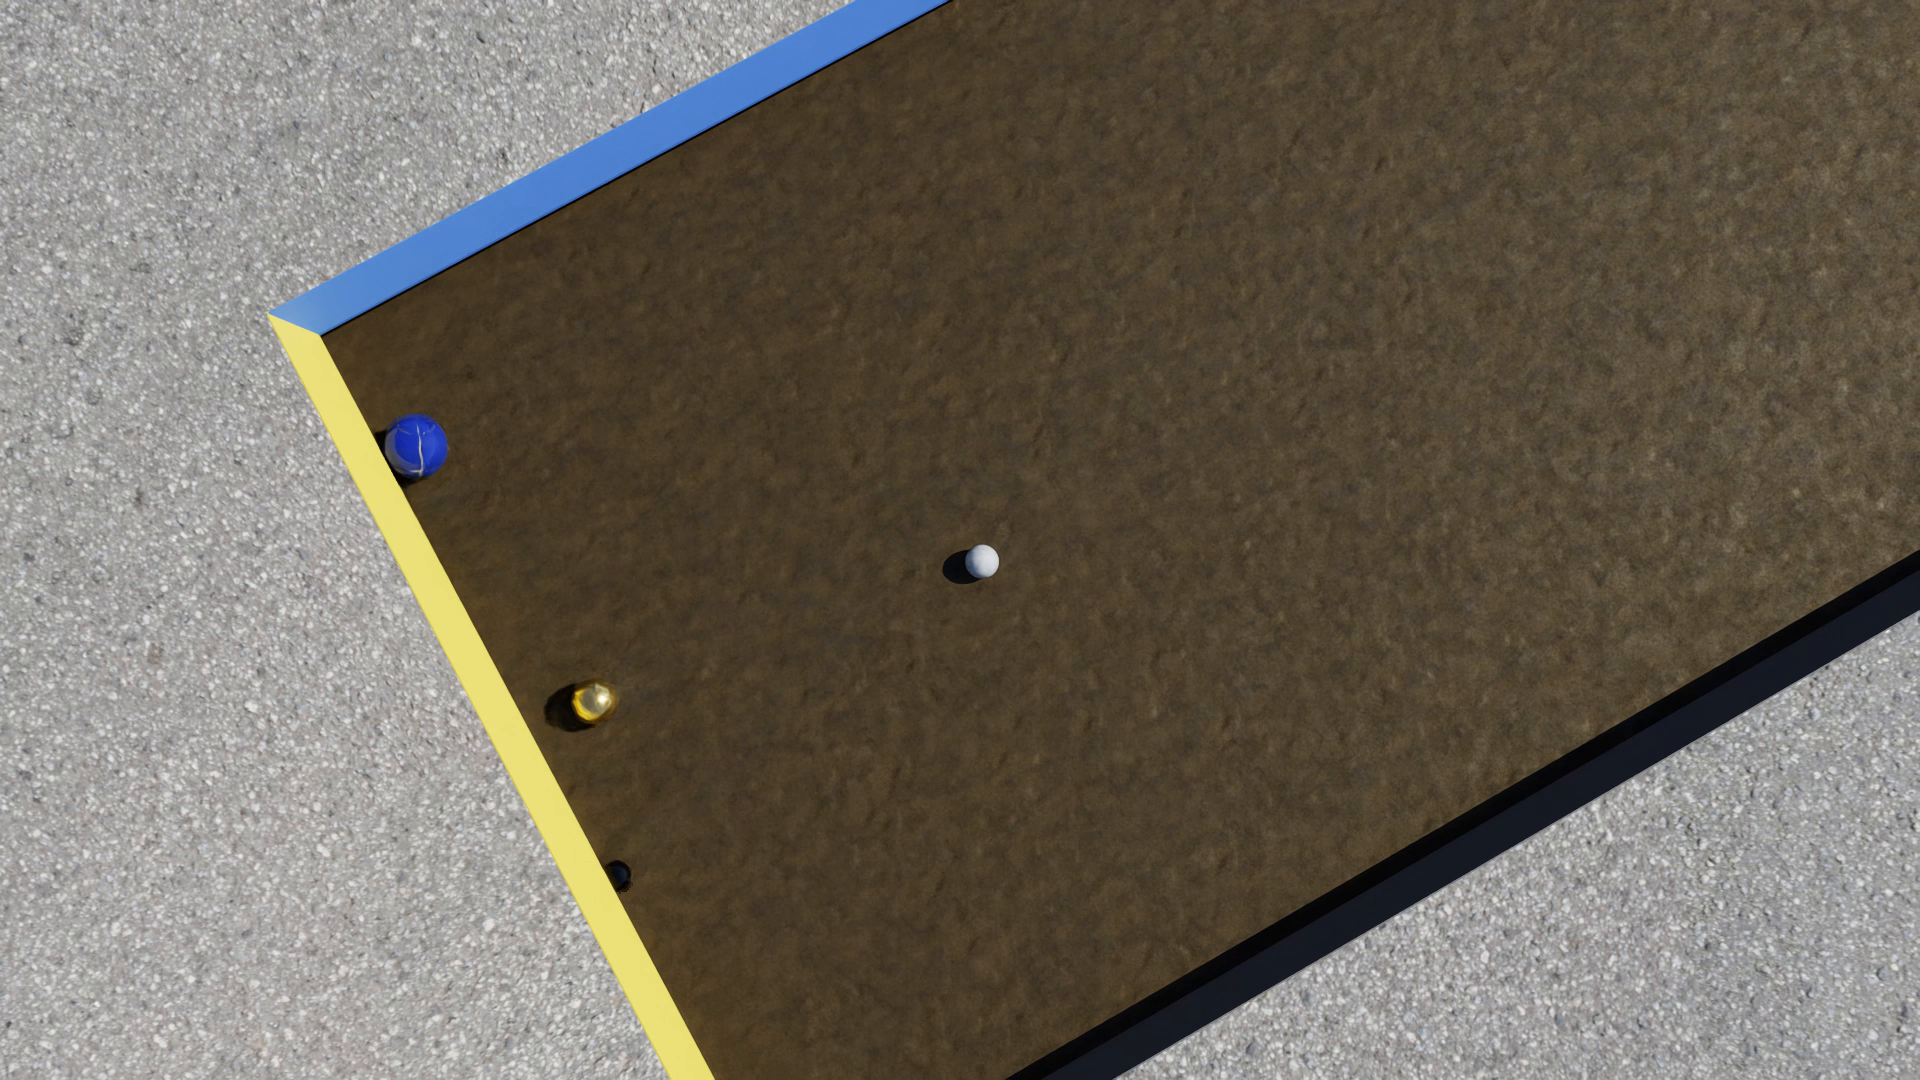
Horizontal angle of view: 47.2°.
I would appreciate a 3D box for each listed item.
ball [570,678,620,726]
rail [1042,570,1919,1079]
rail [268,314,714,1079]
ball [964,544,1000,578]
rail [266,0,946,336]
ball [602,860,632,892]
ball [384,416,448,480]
[{"bbox_3d":[-0.537,0.238,3.238,0.070,0.070,0.070,0,81,0],"label":"ball"},{"bbox_3d":[1.013,0.293,3.201,2.935,0.123,0.045,-29,82,-5],"label":"rail"},{"bbox_3d":[-0.619,0.338,3.193,0.045,0.123,1.569,-29,82,-5],"label":"rail"},{"bbox_3d":[0.033,0.032,3.281,0.051,0.051,0.051,0,81,0],"label":"ball"},{"bbox_3d":[0.266,-1.015,3.416,2.935,0.123,0.045,-29,82,-5],"label":"rail"},{"bbox_3d":[-0.501,0.491,3.209,0.045,0.045,0.045,0,81,0],"label":"ball"},{"bbox_3d":[-0.813,-0.138,3.287,0.095,0.095,0.095,0,81,0],"label":"ball"}]
